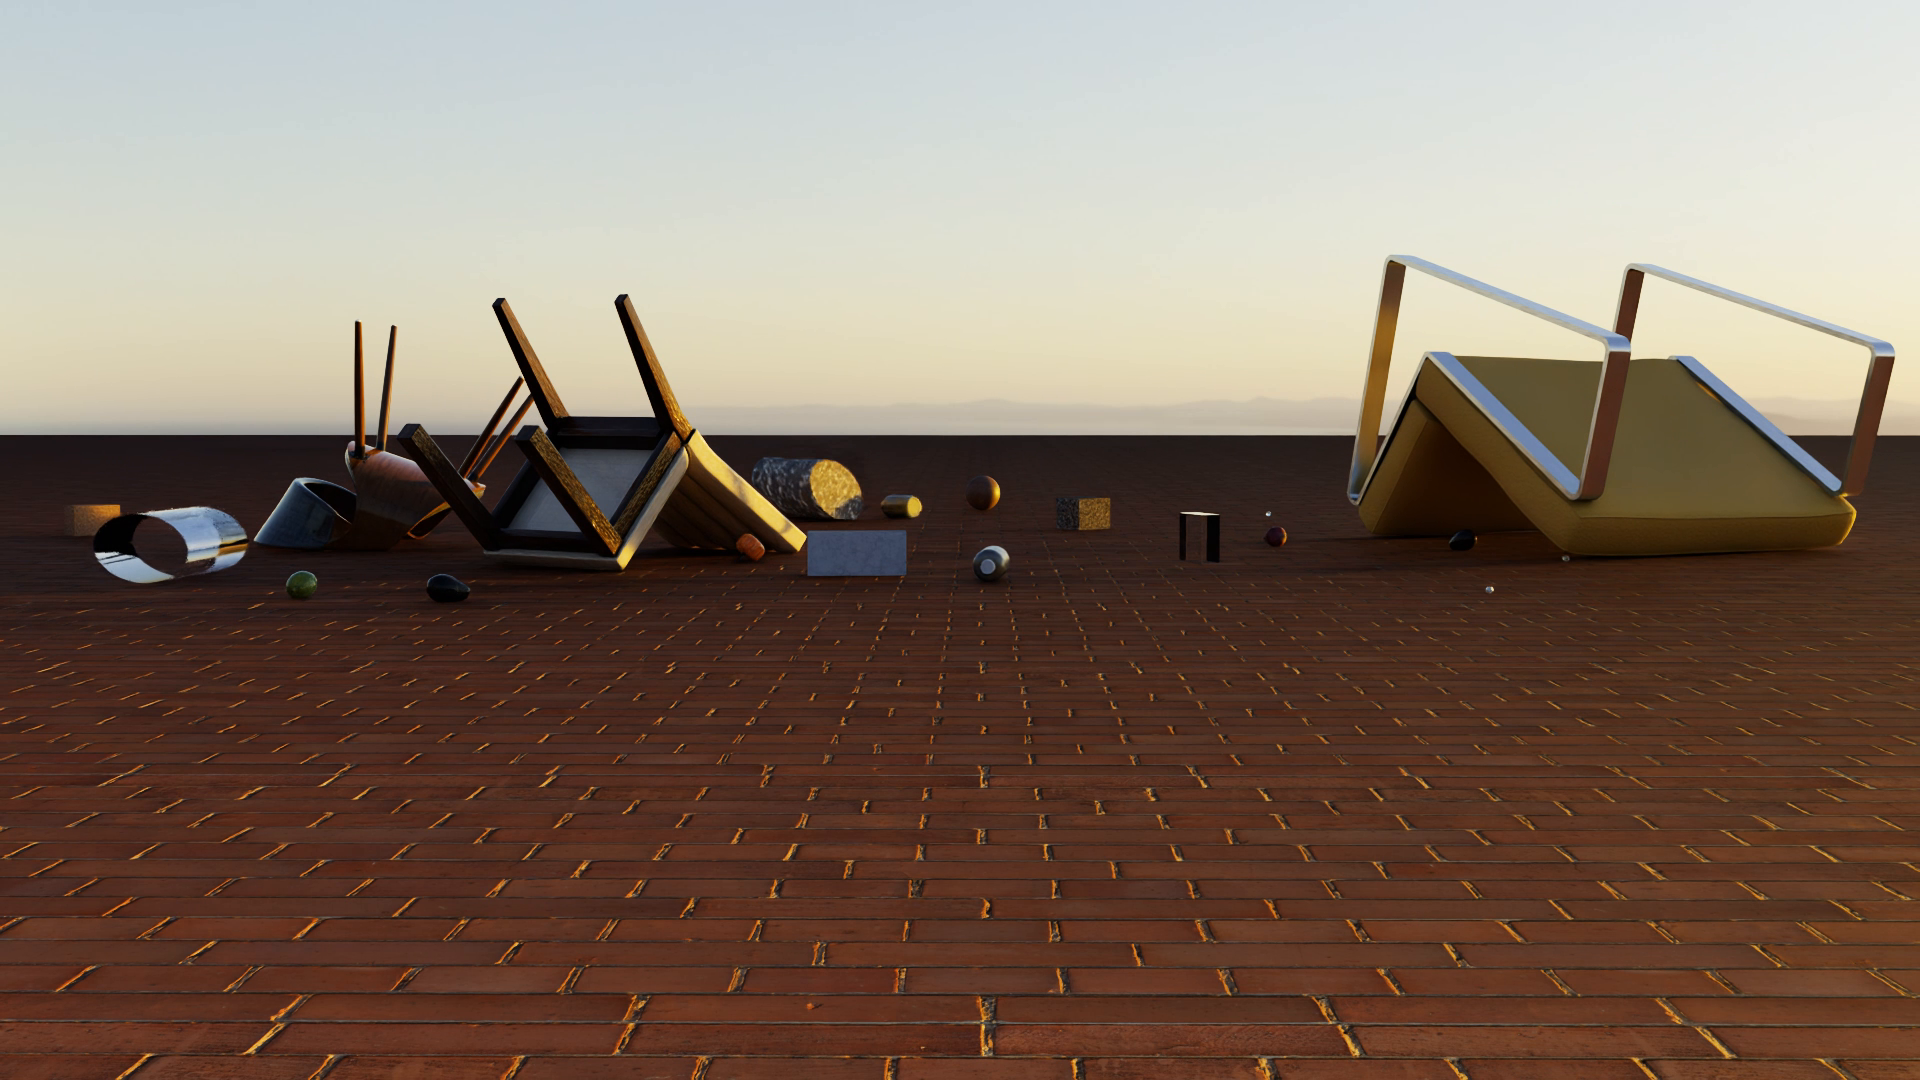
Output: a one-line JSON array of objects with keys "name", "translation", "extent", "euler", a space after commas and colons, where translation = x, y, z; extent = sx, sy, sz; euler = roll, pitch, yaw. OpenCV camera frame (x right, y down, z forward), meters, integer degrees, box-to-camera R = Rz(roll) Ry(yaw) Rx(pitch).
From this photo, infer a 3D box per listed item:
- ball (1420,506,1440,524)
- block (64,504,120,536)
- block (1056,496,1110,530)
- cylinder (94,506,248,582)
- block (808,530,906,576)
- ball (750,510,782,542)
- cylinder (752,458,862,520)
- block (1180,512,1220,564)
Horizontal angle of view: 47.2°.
[{"name": "ball", "translation": [1.561, -0.084, 7.312], "extent": [0.064, 0.064, 0.064], "euler": [0, 4, 0]}, {"name": "block", "translation": [-2.679, -0.062, 6.788], "extent": [0.139, 0.091, 0.088], "euler": [-4, 5, -42]}, {"name": "block", "translation": [0.397, -0.087, 7.082], "extent": [0.132, 0.099, 0.109], "euler": [-3, 5, -38]}, {"name": "cylinder", "translation": [-1.877, 0.009, 5.244], "extent": [0.230, 0.160, 0.318], "euler": [6, 5, 6]}, {"name": "block", "translation": [-0.250, 0.031, 5.345], "extent": [0.238, 0.103, 0.098], "euler": [0, 4, -3]}, {"name": "ball", "translation": [-0.571, -0.042, 6.473], "extent": [0.093, 0.093, 0.093], "euler": [0, 4, 0]}, {"name": "cylinder", "translation": [-0.528, -0.176, 7.590], "extent": [0.316, 0.171, 0.263], "euler": [4, -31, 46]}, {"name": "block", "translation": [0.624, -0.006, 5.731], "extent": [0.054, 0.124, 0.120], "euler": [-2, 4, -22]}]
